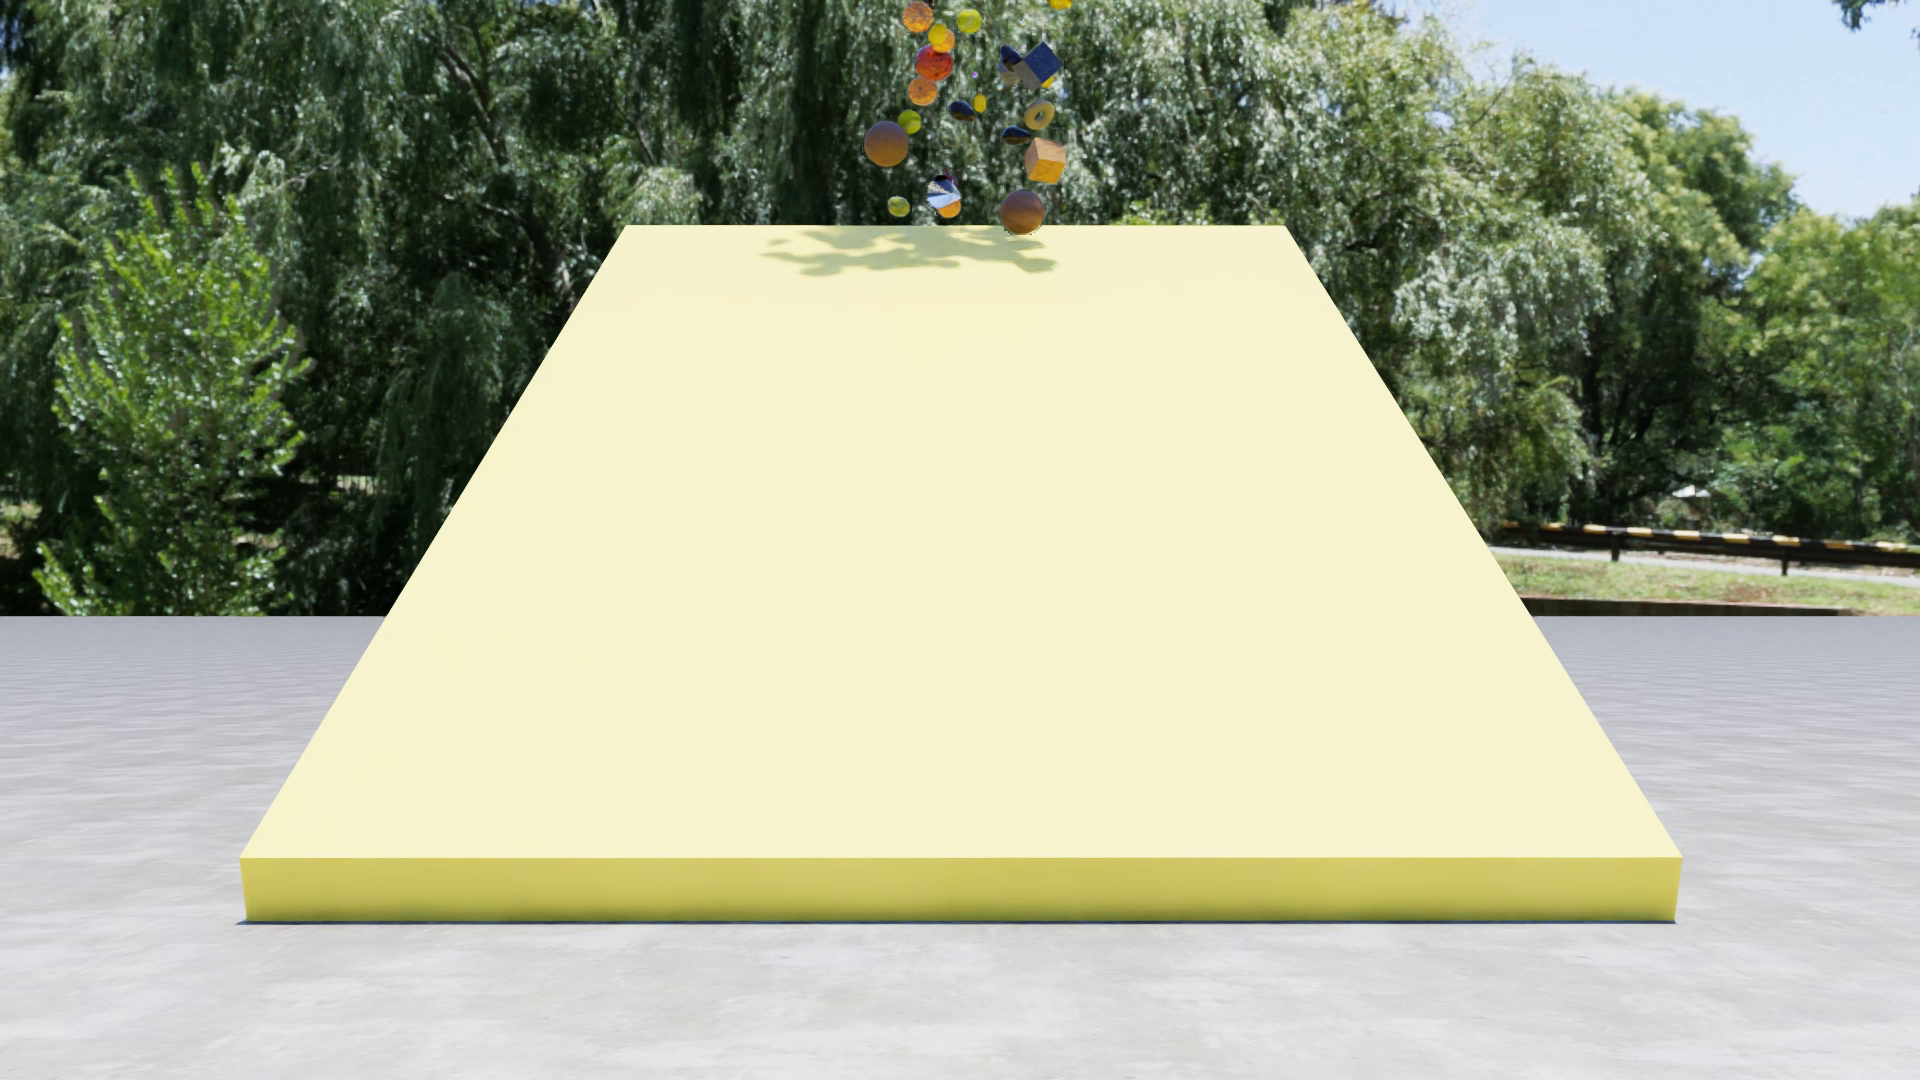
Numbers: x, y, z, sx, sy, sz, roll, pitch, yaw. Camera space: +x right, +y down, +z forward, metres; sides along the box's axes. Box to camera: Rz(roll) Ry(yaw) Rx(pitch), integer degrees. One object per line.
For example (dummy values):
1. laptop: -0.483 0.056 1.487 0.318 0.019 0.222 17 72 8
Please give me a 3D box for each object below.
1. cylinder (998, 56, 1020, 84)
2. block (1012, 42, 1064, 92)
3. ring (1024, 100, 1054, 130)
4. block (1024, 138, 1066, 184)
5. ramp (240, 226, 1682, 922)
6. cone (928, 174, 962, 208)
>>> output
1. cylinder: 0.149 -1.415 6.856 0.059 0.059 0.059 -1 -31 21
2. block: 0.226 -1.387 6.652 0.090 0.090 0.090 -45 13 -18
3. ring: 0.232 -1.246 6.657 0.097 0.097 0.032 1 41 -39
4. block: 0.239 -1.067 6.389 0.084 0.084 0.084 5 -37 -20
5. ramp: -0.005 -0.210 5.041 2.000 0.100 4.000 0 20 0
6. cone: -0.025 -0.994 6.533 0.096 0.096 0.096 -2 -4 41
